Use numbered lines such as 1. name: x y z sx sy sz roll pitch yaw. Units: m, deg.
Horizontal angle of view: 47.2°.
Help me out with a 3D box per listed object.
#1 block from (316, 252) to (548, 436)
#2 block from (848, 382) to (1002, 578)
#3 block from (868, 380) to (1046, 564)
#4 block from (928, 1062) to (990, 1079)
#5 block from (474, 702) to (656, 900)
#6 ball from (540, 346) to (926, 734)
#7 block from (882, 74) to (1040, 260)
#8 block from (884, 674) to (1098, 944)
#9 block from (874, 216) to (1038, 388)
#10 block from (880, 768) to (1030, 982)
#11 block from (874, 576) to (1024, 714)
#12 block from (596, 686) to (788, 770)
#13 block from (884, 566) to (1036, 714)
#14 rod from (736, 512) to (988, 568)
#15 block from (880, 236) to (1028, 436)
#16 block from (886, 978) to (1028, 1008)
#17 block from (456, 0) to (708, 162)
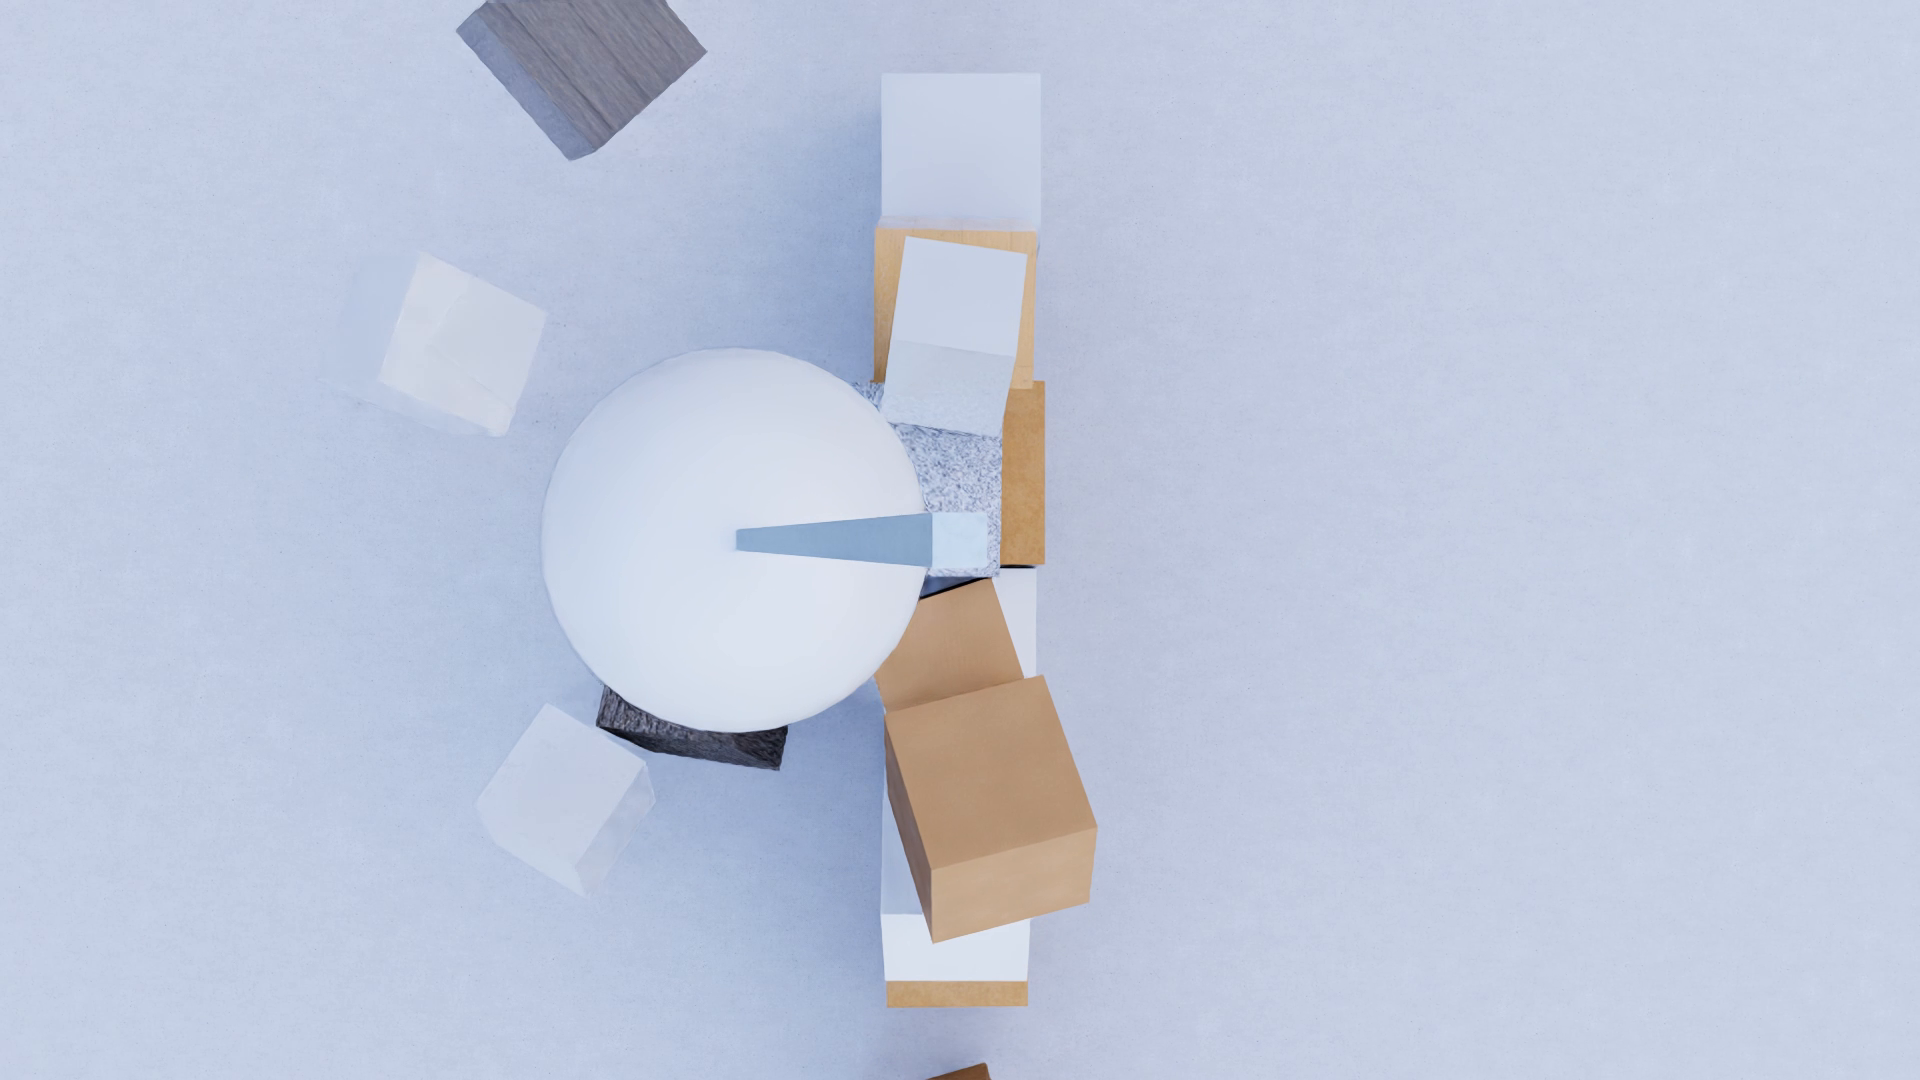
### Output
1. block: -2.763 -1.019 11.529 0.792 0.654 0.700 25 77 -41
2. block: -0.232 -0.305 11.586 0.886 0.892 0.972 1 90 0
3. block: -0.016 -0.369 12.516 0.965 0.969 1.007 0 90 0
4. block: -0.145 3.656 12.529 0.891 0.942 0.929 -16 90 0
5. block: -2.110 1.415 11.837 0.628 0.774 0.654 30 69 8
6. ball: -0.929 0.000 9.109 1.600 1.600 1.600 0 90 0
7. block: 0.007 -2.088 12.532 0.873 0.936 0.943 0 90 0
8. block: 0.139 1.348 10.984 0.824 0.841 0.877 -13 57 -9
9. block: -0.028 -1.278 11.684 0.823 0.889 0.805 1 103 0
10. block: -0.021 1.787 11.706 0.760 0.845 0.835 0 56 0
11. block: -0.069 0.661 11.719 0.730 0.883 0.755 -18 90 0
12. block: -1.406 0.771 12.068 0.792 0.771 0.765 7 76 16
13. block: 0.003 0.568 12.580 0.837 0.839 0.822 0 90 0
14. rod: -0.403 0.000 5.750 0.080 5.200 0.080 0 90 -9
15. block: -0.036 -0.994 10.815 0.597 0.688 0.621 8 59 -2
16. block: -0.019 2.184 12.616 0.785 0.769 0.828 -1 90 0
17. block: -1.931 -2.533 11.174 0.764 0.729 0.874 -44 108 -11
